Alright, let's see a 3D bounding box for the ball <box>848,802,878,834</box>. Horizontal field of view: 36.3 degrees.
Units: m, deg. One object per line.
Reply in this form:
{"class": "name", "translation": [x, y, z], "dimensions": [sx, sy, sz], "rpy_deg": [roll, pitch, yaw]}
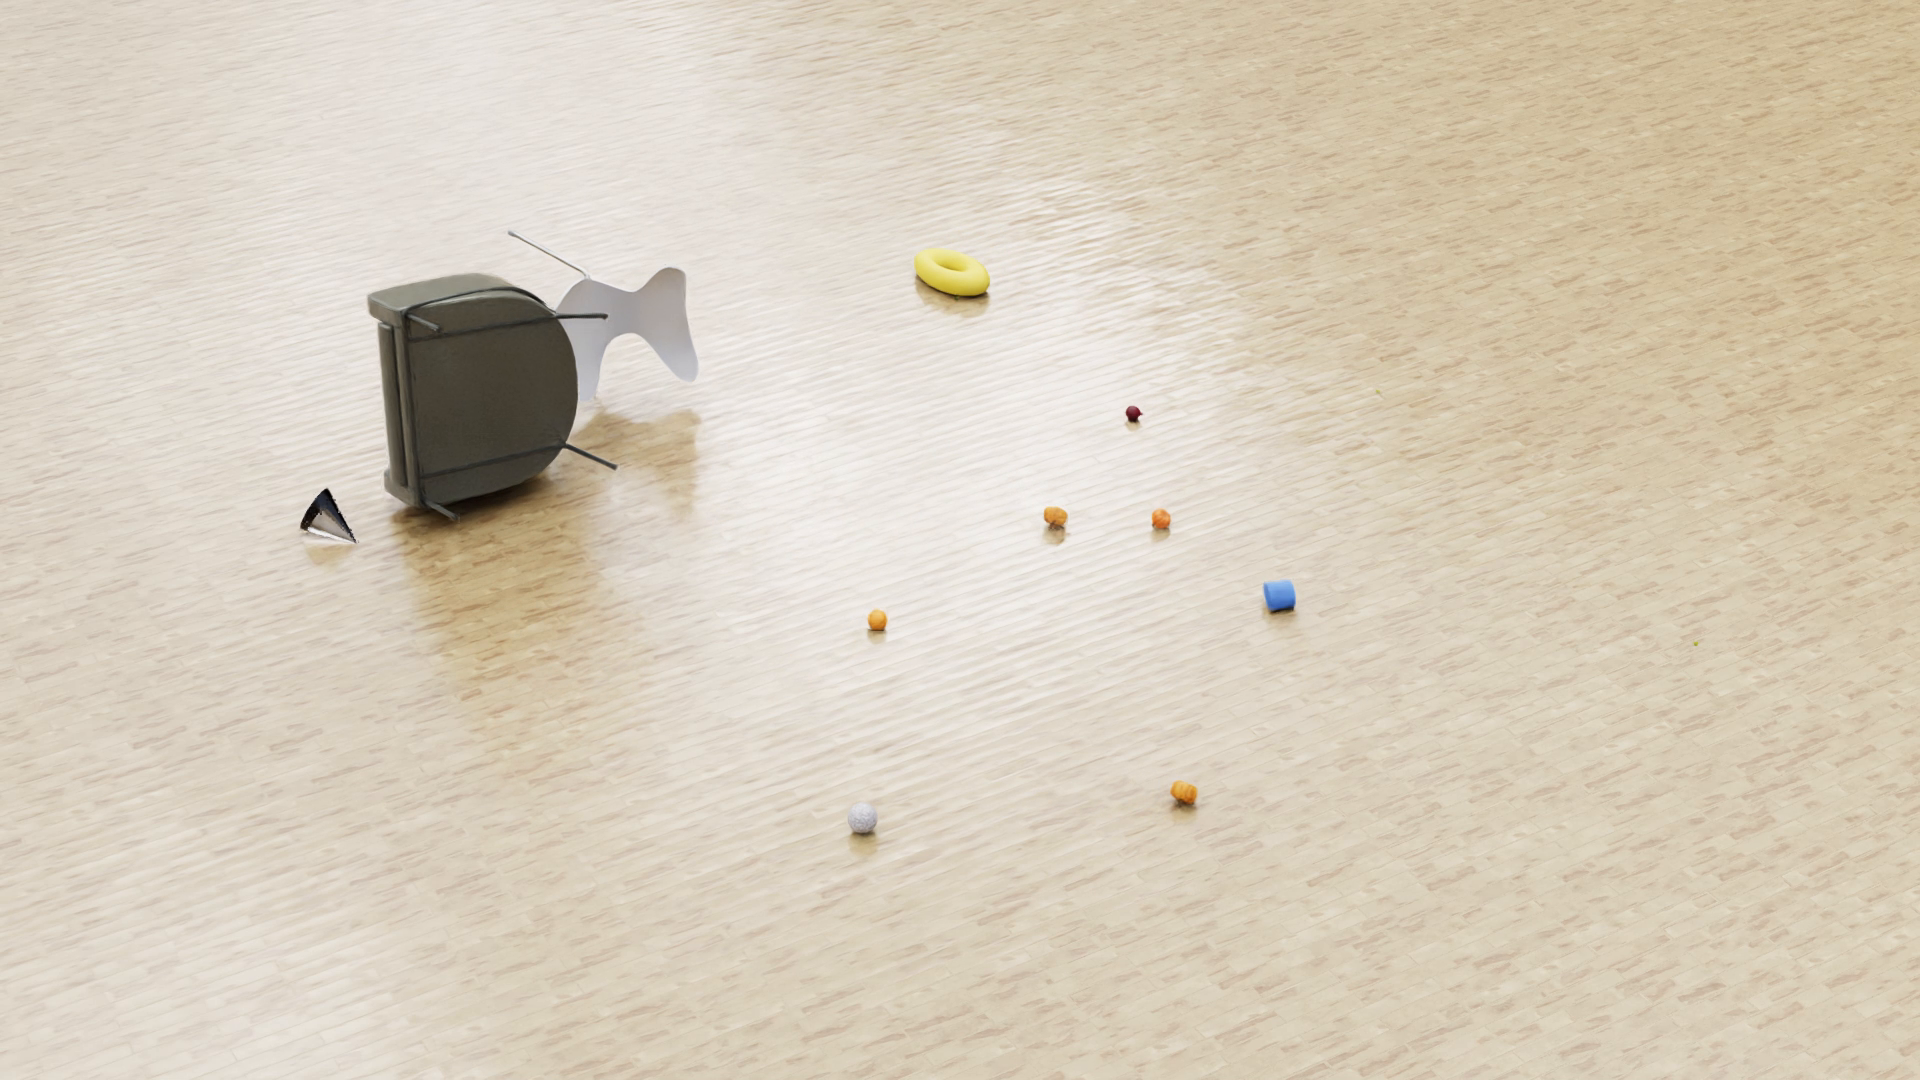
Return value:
{"class": "ball", "translation": [-0.315, 0.899, 9.488], "dimensions": [0.101, 0.101, 0.101], "rpy_deg": [0, 33, 0]}

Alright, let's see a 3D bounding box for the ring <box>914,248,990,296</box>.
{"class": "ring", "translation": [-0.035, -1.152, 12.599], "dimensions": [0.235, 0.105, 0.405], "rpy_deg": [-28, 42, -37]}

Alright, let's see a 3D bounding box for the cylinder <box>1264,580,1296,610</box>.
{"class": "cylinder", "translation": [1.154, 0.200, 10.567], "dimensions": [0.093, 0.068, 0.102], "rpy_deg": [-7, 70, -11]}

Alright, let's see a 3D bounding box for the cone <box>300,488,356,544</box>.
{"class": "cone", "translation": [-2.328, -0.050, 10.940], "dimensions": [0.215, 0.202, 0.119], "rpy_deg": [38, 24, 10]}
